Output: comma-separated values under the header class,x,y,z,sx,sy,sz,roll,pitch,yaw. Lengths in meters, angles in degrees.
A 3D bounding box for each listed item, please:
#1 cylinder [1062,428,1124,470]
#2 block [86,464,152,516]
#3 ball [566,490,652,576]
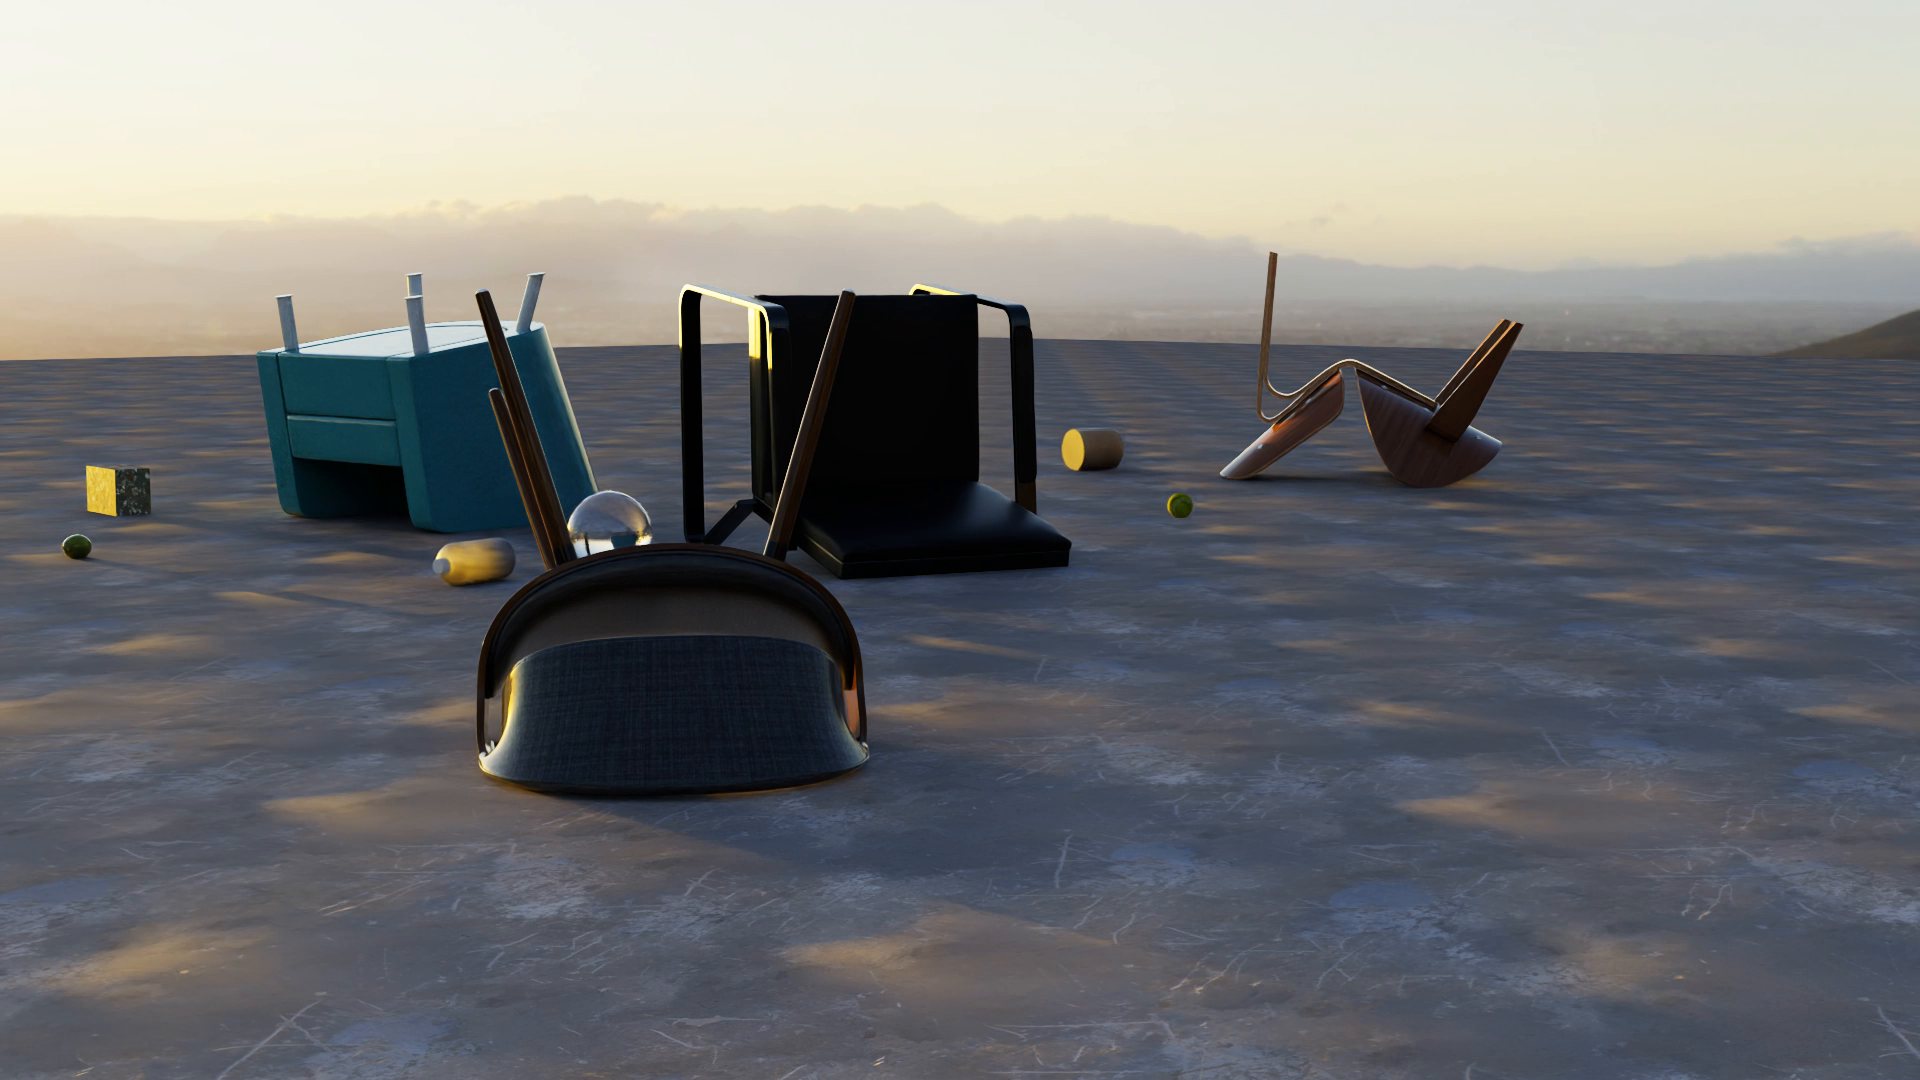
class,x,y,z,sx,sy,sz,roll,pitch,yaw
cylinder,0.452,-0.310,8.753,0.159,0.137,0.135,-4,-24,-31
block,-2.346,-0.140,7.153,0.099,0.127,0.209,-5,8,-39
ball,-0.769,-0.014,5.626,0.188,0.188,0.188,0,6,0
